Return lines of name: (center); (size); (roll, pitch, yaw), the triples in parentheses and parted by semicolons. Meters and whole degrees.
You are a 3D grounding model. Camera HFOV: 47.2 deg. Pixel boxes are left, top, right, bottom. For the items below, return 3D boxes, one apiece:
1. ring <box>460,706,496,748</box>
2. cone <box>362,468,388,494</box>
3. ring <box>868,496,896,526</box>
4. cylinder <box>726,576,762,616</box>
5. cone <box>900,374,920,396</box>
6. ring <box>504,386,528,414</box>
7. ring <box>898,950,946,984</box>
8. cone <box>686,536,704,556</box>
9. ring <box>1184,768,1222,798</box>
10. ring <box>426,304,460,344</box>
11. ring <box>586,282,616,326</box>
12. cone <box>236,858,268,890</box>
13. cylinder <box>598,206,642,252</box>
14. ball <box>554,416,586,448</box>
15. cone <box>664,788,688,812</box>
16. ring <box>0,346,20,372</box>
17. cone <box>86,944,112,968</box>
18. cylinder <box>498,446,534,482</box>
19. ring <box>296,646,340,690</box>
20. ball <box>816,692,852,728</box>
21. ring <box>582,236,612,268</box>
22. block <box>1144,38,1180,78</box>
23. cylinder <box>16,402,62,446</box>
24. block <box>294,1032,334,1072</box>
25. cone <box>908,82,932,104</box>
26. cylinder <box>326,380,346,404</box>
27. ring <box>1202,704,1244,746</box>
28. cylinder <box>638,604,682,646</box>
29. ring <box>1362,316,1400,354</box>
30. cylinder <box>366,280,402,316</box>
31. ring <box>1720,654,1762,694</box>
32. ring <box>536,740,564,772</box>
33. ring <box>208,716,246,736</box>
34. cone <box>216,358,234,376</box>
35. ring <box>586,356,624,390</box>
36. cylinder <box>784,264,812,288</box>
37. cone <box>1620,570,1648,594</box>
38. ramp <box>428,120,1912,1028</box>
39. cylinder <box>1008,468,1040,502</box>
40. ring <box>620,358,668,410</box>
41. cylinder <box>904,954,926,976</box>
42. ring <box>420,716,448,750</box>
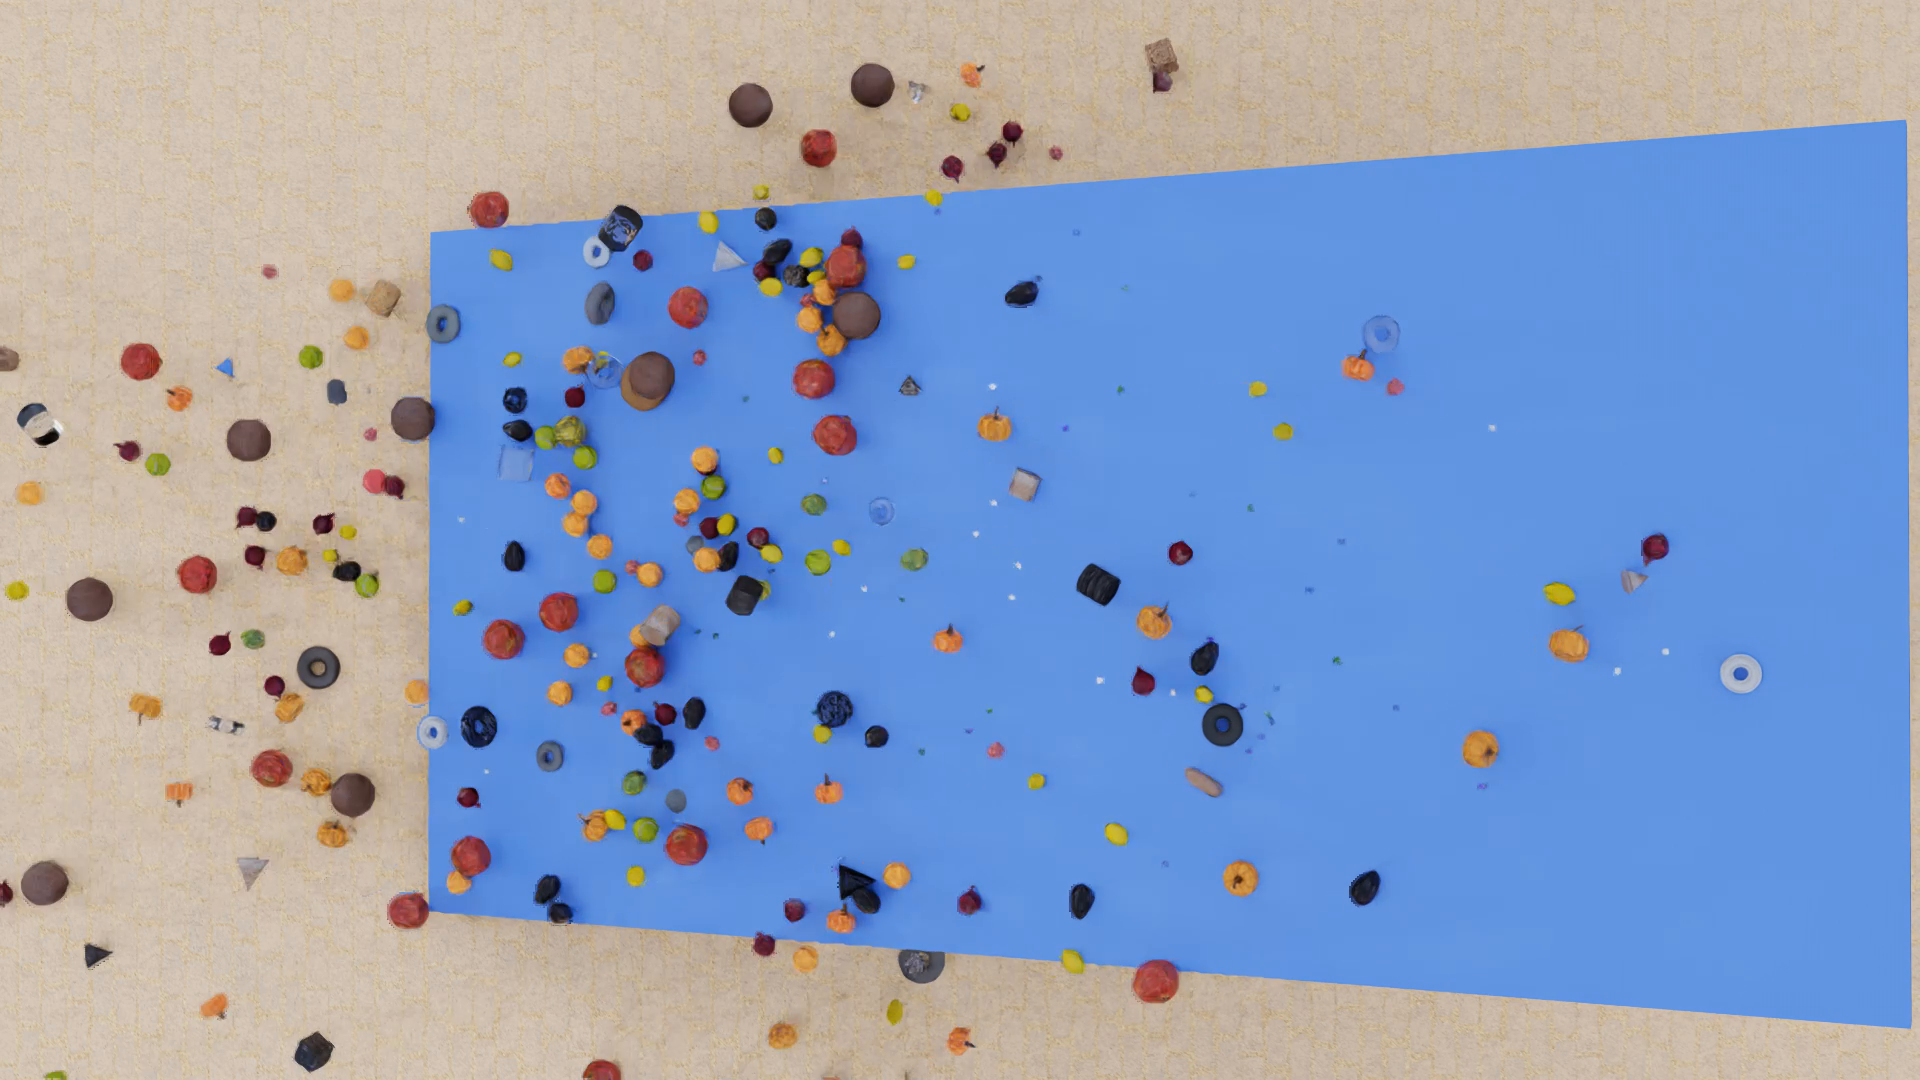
ring: (-1.396, 0.542, 6.374); (0.122, 0.041, 0.122); (0, 89, 25)
cone: (-1.750, -0.171, 6.527); (0.077, 0.077, 0.077); (0, 95, 4)
ring: (-0.209, -0.076, 5.855); (0.080, 0.027, 0.080); (-1, 89, 26)
cylinder: (-0.579, 0.150, 5.900); (0.077, 0.077, 0.077); (30, 122, 0)
cone: (-0.134, -0.419, 5.826); (0.054, 0.054, 0.054); (-4, 58, 0)
ring: (-1.283, -0.403, 6.341); (0.079, 0.026, 0.079); (-1, 86, 24)
ring: (-0.113, 1.247, 6.524); (0.139, 0.046, 0.139); (-1, 83, 7)
cone: (-0.746, 0.016, 6.078); (0.058, 0.058, 0.058); (0, 89, 24)
ring: (0.602, 0.599, 5.433); (0.106, 0.106, 0.035); (32, 93, 0)
ring: (-1.515, -0.632, 6.442); (0.115, 0.038, 0.115); (-1, 89, 26)
ring: (-1.009, -0.662, 6.170); (0.042, 0.126, 0.126); (14, 89, 18)
cone: (-2.094, 0.990, 6.487); (0.094, 0.094, 0.094); (3, 74, 0)
cylinder: (-0.943, -0.865, 6.111); (0.091, 0.091, 0.091); (43, 124, 0)
ball: (-1.103, -0.306, 6.224); (0.091, 0.091, 0.091); (0, 89, 0)
cone: (-0.803, 0.726, 6.090); (0.067, 0.067, 0.067); (0, 89, 24)
ring: (-2.859, -0.538, 6.505); (0.144, 0.144, 0.048); (17, 109, 0)
cone: (-2.551, 1.229, 6.524); (0.069, 0.069, 0.069); (-5, 89, -9)
cylinder: (-1.272, -0.216, 6.295); (0.093, 0.093, 0.093); (7, 91, 0)
ring: (-1.909, 0.381, 6.542); (0.129, 0.043, 0.129); (0, 90, 1)
ball: (-0.334, 0.451, 5.867); (0.096, 0.096, 0.096); (0, 89, 0)
ring: (-1.027, -0.815, 6.229); (0.094, 0.031, 0.094); (-1, 88, 25)
block: (0.600, -1.433, 6.535); (0.076, 0.076, 0.076); (-19, 77, 6)
cylinder: (-2.715, -0.341, 6.487); (0.092, 0.092, 0.092); (-6, 56, 8)
block: (-1.906, 1.511, 6.485); (0.071, 0.071, 0.071); (34, 115, 17)
cone: (-0.109, -1.347, 6.569); (0.067, 0.067, 0.067); (-27, 89, -27)
cylinder: (-1.850, -0.439, 6.525); (0.053, 0.053, 0.053); (8, 126, 0)
ring: (0.652, 0.460, 5.457); (0.108, 0.036, 0.108); (-2, 85, 26)
cylinder: (-0.827, 0.235, 6.068); (0.084, 0.084, 0.084); (35, 56, 0)
ring: (1.017, -0.497, 5.308); (0.093, 0.031, 0.093); (0, 91, 24)
cylinder: (-1.707, -0.716, 6.514); (0.079, 0.079, 0.079); (36, 109, 0)
ring: (1.763, 0.302, 4.964); (0.091, 0.030, 0.091); (0, 90, 23)
ring: (-1.171, 0.617, 6.278); (0.089, 0.030, 0.089); (0, 91, 24)
ring: (-2.168, 0.549, 6.503); (0.111, 0.111, 0.037); (16, 85, 0)
cone: (-2.182, -0.507, 6.556); (0.054, 0.054, 0.054); (-37, 107, 0)
ring: (-0.999, -0.471, 6.182); (0.105, 0.035, 0.105); (-8, 125, -12)
cylinder: (-0.439, -0.713, 5.949); (0.057, 0.057, 0.057); (0, 89, 24)
cone: (1.560, 0.090, 5.059); (0.058, 0.058, 0.058); (-14, 89, -3)
ramp: (0.283, 0.083, 5.702); (4.000, 0.100, 2.000); (0, 89, 24)
cylinder: (0.165, -0.142, 5.663); (0.068, 0.068, 0.068); (21, 99, 0)
ring: (-0.884, -0.434, 6.151); (0.146, 0.049, 0.146); (0, 89, 23)
cylinder: (-0.121, 1.137, 5.880); (0.054, 0.054, 0.054); (1, 71, -2)
ring: (-1.541, 0.564, 6.443); (0.098, 0.033, 0.098); (0, 91, 24)
